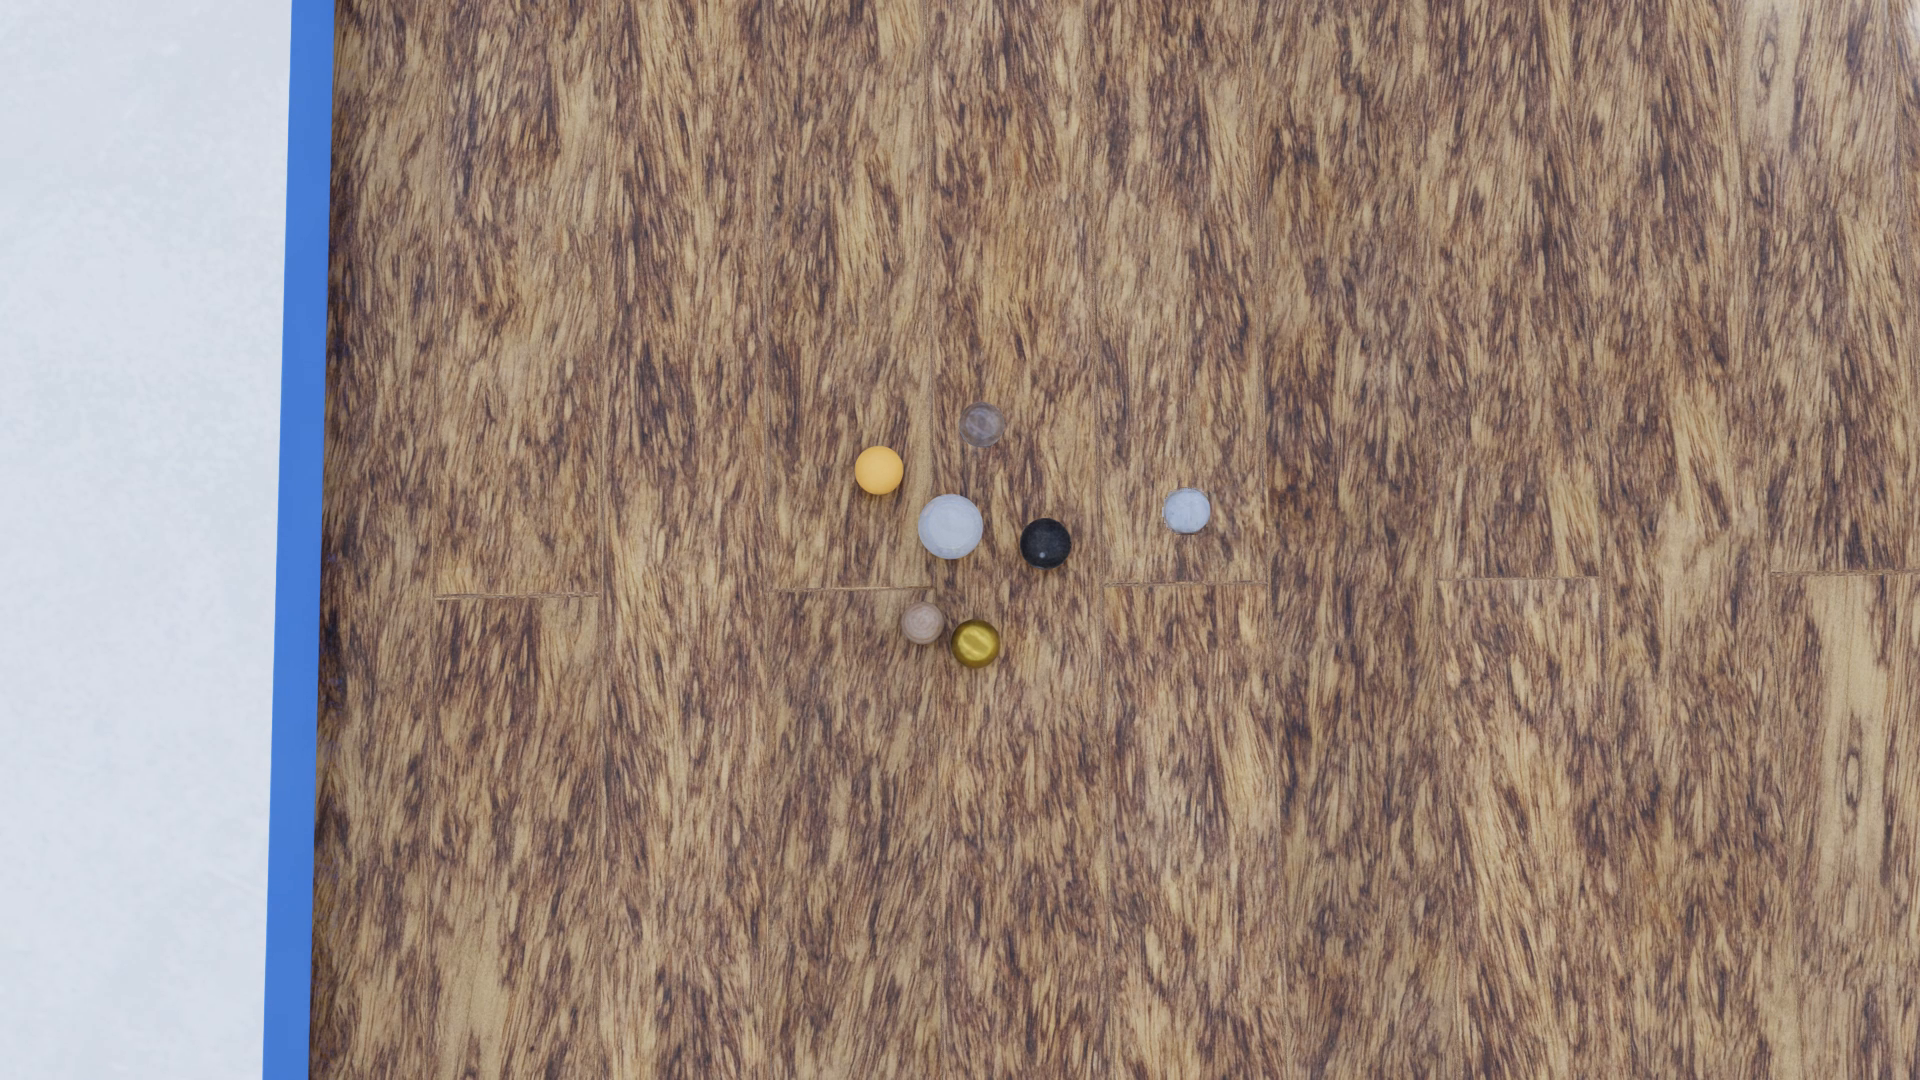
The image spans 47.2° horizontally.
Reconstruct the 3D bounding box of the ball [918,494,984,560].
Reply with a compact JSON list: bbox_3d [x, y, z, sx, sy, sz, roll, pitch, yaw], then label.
[{"bbox_3d":[-0.014,-0.020,3.256,0.097,0.097,0.097,0,82,0],"label":"ball"}]

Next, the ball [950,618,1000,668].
[{"bbox_3d":[0.023,0.153,3.243,0.074,0.074,0.074,0,82,0],"label":"ball"}]

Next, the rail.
[{"bbox_3d":[-0.963,0.013,3.236,0.045,0.126,2.135,-1,82,0],"label":"rail"}]

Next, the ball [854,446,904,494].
[{"bbox_3d":[-0.121,-0.104,3.280,0.073,0.073,0.073,0,82,0],"label":"ball"}]

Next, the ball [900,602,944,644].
[{"bbox_3d":[-0.055,0.123,3.252,0.065,0.065,0.065,0,82,0],"label":"ball"}]

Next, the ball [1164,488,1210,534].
[{"bbox_3d":[0.339,-0.043,3.274,0.068,0.068,0.068,0,82,0],"label":"ball"}]

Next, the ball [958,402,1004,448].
[{"bbox_3d":[0.032,-0.173,3.292,0.069,0.069,0.069,0,82,0],"label":"ball"}]

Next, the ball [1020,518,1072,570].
[{"bbox_3d":[0.127,0.006,3.262,0.077,0.077,0.077,0,82,0],"label":"ball"}]
